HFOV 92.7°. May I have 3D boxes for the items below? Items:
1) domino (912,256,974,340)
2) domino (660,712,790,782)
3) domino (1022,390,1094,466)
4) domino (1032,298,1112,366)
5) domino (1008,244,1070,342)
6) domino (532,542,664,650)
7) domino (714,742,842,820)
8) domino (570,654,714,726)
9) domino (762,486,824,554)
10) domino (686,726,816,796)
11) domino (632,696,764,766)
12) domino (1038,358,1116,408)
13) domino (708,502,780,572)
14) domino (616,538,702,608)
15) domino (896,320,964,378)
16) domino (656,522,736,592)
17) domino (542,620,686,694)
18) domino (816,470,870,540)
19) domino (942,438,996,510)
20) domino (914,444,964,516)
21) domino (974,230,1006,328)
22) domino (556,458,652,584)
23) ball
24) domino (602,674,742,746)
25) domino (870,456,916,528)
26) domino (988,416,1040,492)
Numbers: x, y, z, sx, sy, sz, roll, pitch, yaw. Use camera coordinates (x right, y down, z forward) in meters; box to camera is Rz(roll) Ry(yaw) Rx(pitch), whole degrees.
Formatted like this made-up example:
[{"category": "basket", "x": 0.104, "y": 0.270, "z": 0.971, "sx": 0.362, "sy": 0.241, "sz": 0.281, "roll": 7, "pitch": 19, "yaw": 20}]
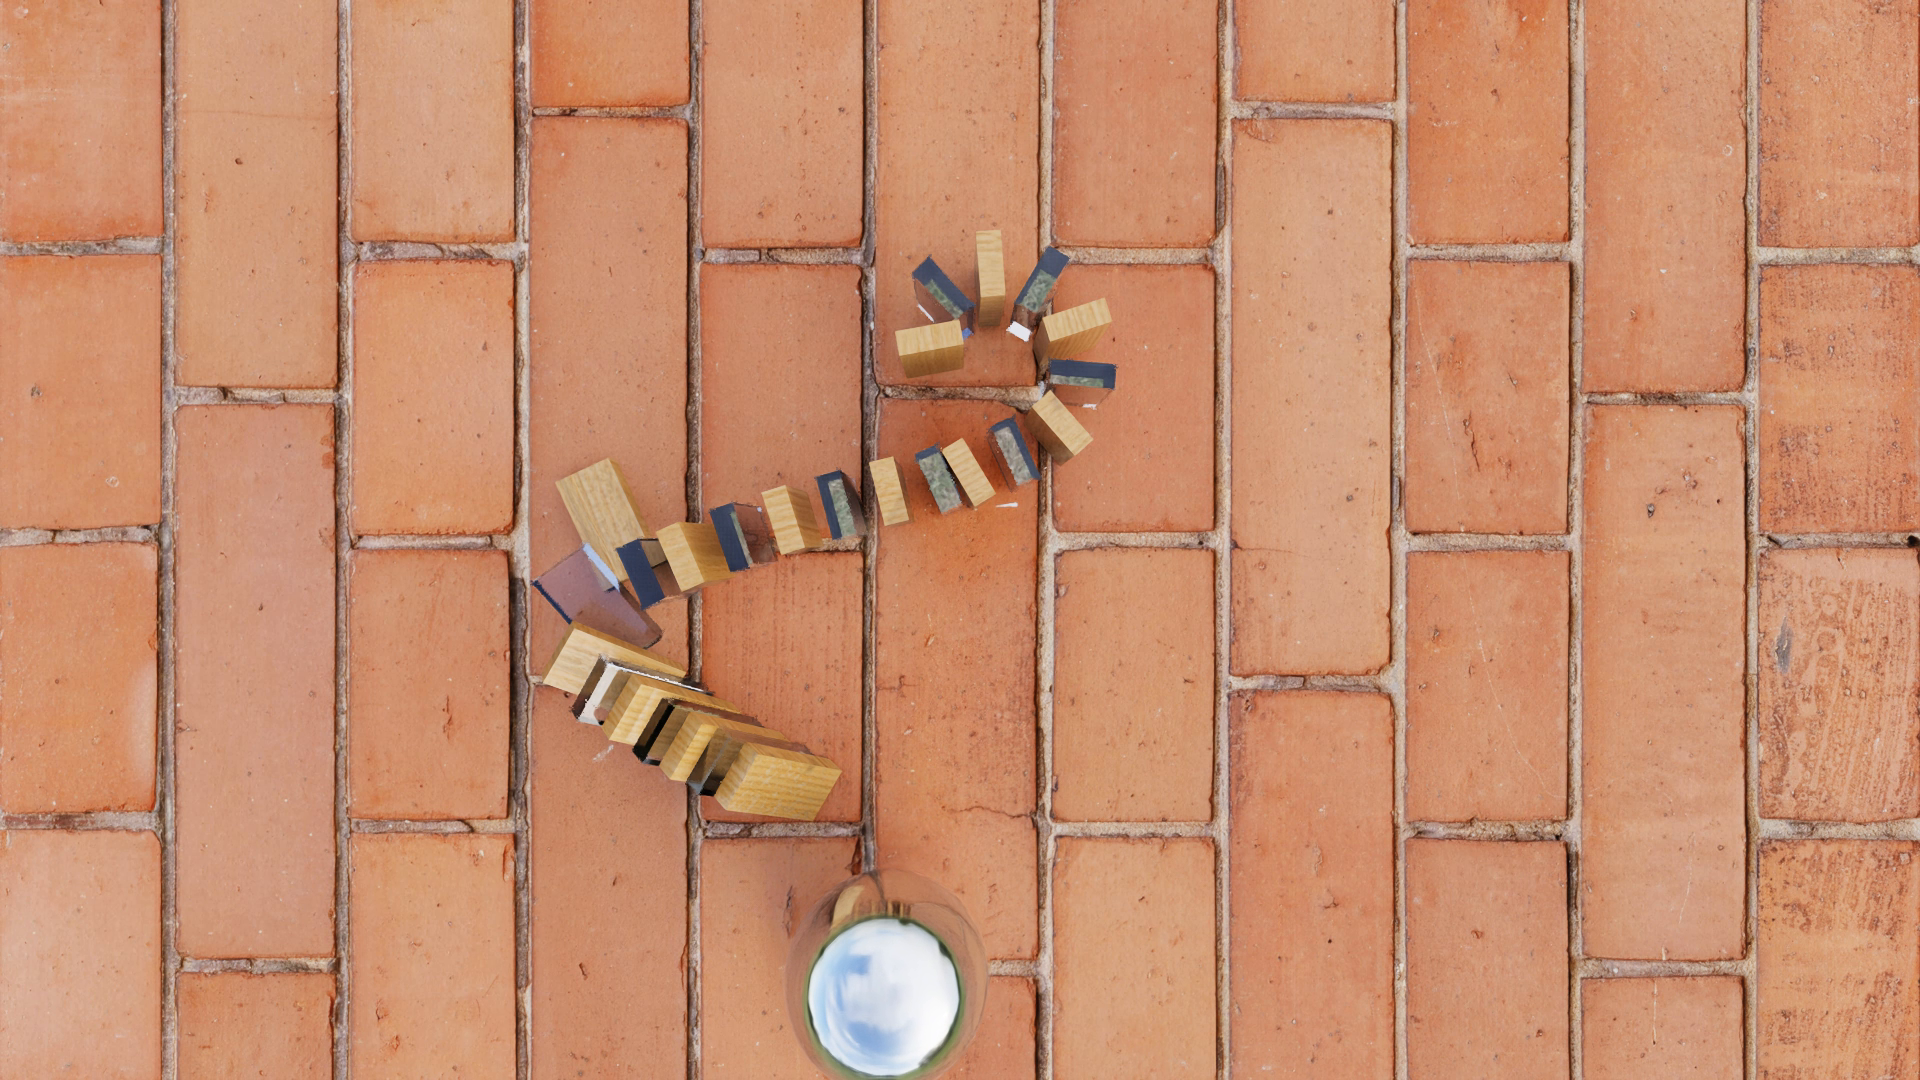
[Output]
[{"category": "domino", "x": -0.007, "y": -0.096, "z": 0.375, "sx": 0.009, "sy": 0.050, "sz": 0.025, "roll": -43, "pitch": 90, "yaw": 0}, {"category": "domino", "x": -0.096, "y": 0.088, "z": 0.378, "sx": 0.010, "sy": 0.050, "sz": 0.025, "roll": 30, "pitch": 90, "yaw": 40}, {"category": "domino", "x": 0.039, "y": -0.045, "z": 0.375, "sx": 0.009, "sy": 0.050, "sz": 0.025, "roll": -41, "pitch": 90, "yaw": 0}, {"category": "domino", "x": 0.045, "y": -0.084, "z": 0.375, "sx": 0.025, "sy": 0.050, "sz": 0.010, "roll": -18, "pitch": 90, "yaw": 0}, {"category": "domino", "x": 0.032, "y": -0.100, "z": 0.375, "sx": 0.010, "sy": 0.050, "sz": 0.025, "roll": 31, "pitch": 90, "yaw": 0}, {"category": "domino", "x": -0.152, "y": 0.029, "z": 0.387, "sx": 0.025, "sy": 0.010, "sz": 0.050, "roll": -34, "pitch": 109, "yaw": 0}, {"category": "domino", "x": -0.074, "y": 0.100, "z": 0.378, "sx": 0.010, "sy": 0.050, "sz": 0.025, "roll": 30, "pitch": 90, "yaw": 40}, {"category": "domino", "x": -0.131, "y": 0.067, "z": 0.379, "sx": 0.050, "sy": 0.009, "sz": 0.025, "roll": 28, "pitch": 92, "yaw": -43}, {"category": "domino", "x": -0.068, "y": -0.008, "z": 0.375, "sx": 0.010, "sy": 0.050, "sz": 0.025, "roll": -18, "pitch": 90, "yaw": 0}, {"category": "domino", "x": -0.085, "y": 0.094, "z": 0.378, "sx": 0.009, "sy": 0.050, "sz": 0.025, "roll": 30, "pitch": 90, "yaw": 40}, {"category": "domino", "x": -0.106, "y": 0.082, "z": 0.378, "sx": 0.009, "sy": 0.050, "sz": 0.025, "roll": 30, "pitch": 90, "yaw": 40}, {"category": "domino", "x": 0.047, "y": -0.064, "z": 0.375, "sx": 0.025, "sy": 0.050, "sz": 0.009, "roll": 5, "pitch": 90, "yaw": 0}, {"category": "domino", "x": -0.087, "y": -0.001, "z": 0.375, "sx": 0.009, "sy": 0.050, "sz": 0.025, "roll": -19, "pitch": 90, "yaw": 0}, {"category": "domino", "x": -0.122, "y": 0.013, "z": 0.375, "sx": 0.010, "sy": 0.050, "sz": 0.025, "roll": -25, "pitch": 90, "yaw": 0}, {"category": "domino", "x": -0.012, "y": -0.077, "z": 0.375, "sx": 0.025, "sy": 0.050, "sz": 0.009, "roll": -10, "pitch": 90, "yaw": 0}, {"category": "domino", "x": -0.107, "y": 0.006, "z": 0.375, "sx": 0.009, "sy": 0.050, "sz": 0.025, "roll": -24, "pitch": 90, "yaw": 0}, {"category": "domino", "x": -0.144, "y": 0.056, "z": 0.383, "sx": 0.050, "sy": 0.009, "sz": 0.025, "roll": 30, "pitch": 90, "yaw": -32}, {"category": "domino", "x": -0.047, "y": -0.013, "z": 0.375, "sx": 0.010, "sy": 0.050, "sz": 0.025, "roll": -15, "pitch": 90, "yaw": 0}, {"category": "domino", "x": 0.003, "y": -0.026, "z": 0.375, "sx": 0.009, "sy": 0.050, "sz": 0.025, "roll": -31, "pitch": 90, "yaw": 0}, {"category": "domino", "x": -0.008, "y": -0.023, "z": 0.375, "sx": 0.010, "sy": 0.050, "sz": 0.025, "roll": -24, "pitch": 90, "yaw": 0}, {"category": "domino", "x": 0.012, "y": -0.106, "z": 0.375, "sx": 0.009, "sy": 0.050, "sz": 0.025, "roll": -4, "pitch": 90, "yaw": 0}, {"category": "domino", "x": -0.151, "y": -0.007, "z": 0.395, "sx": 0.025, "sy": 0.010, "sz": 0.050, "roll": -25, "pitch": 90, "yaw": 0}, {"category": "ball", "x": -0.029, "y": 0.171, "z": 0.360, "sx": 0.080, "sy": 0.080, "sz": 0.080, "roll": 0, "pitch": 90, "yaw": 0}, {"category": "domino", "x": -0.118, "y": 0.074, "z": 0.379, "sx": 0.050, "sy": 0.009, "sz": 0.025, "roll": 30, "pitch": 90, "yaw": -45}, {"category": "domino", "x": -0.027, "y": -0.019, "z": 0.375, "sx": 0.009, "sy": 0.050, "sz": 0.025, "roll": -14, "pitch": 90, "yaw": 0}, {"category": "domino", "x": 0.021, "y": -0.034, "z": 0.375, "sx": 0.009, "sy": 0.050, "sz": 0.025, "roll": -24, "pitch": 90, "yaw": 0}]
